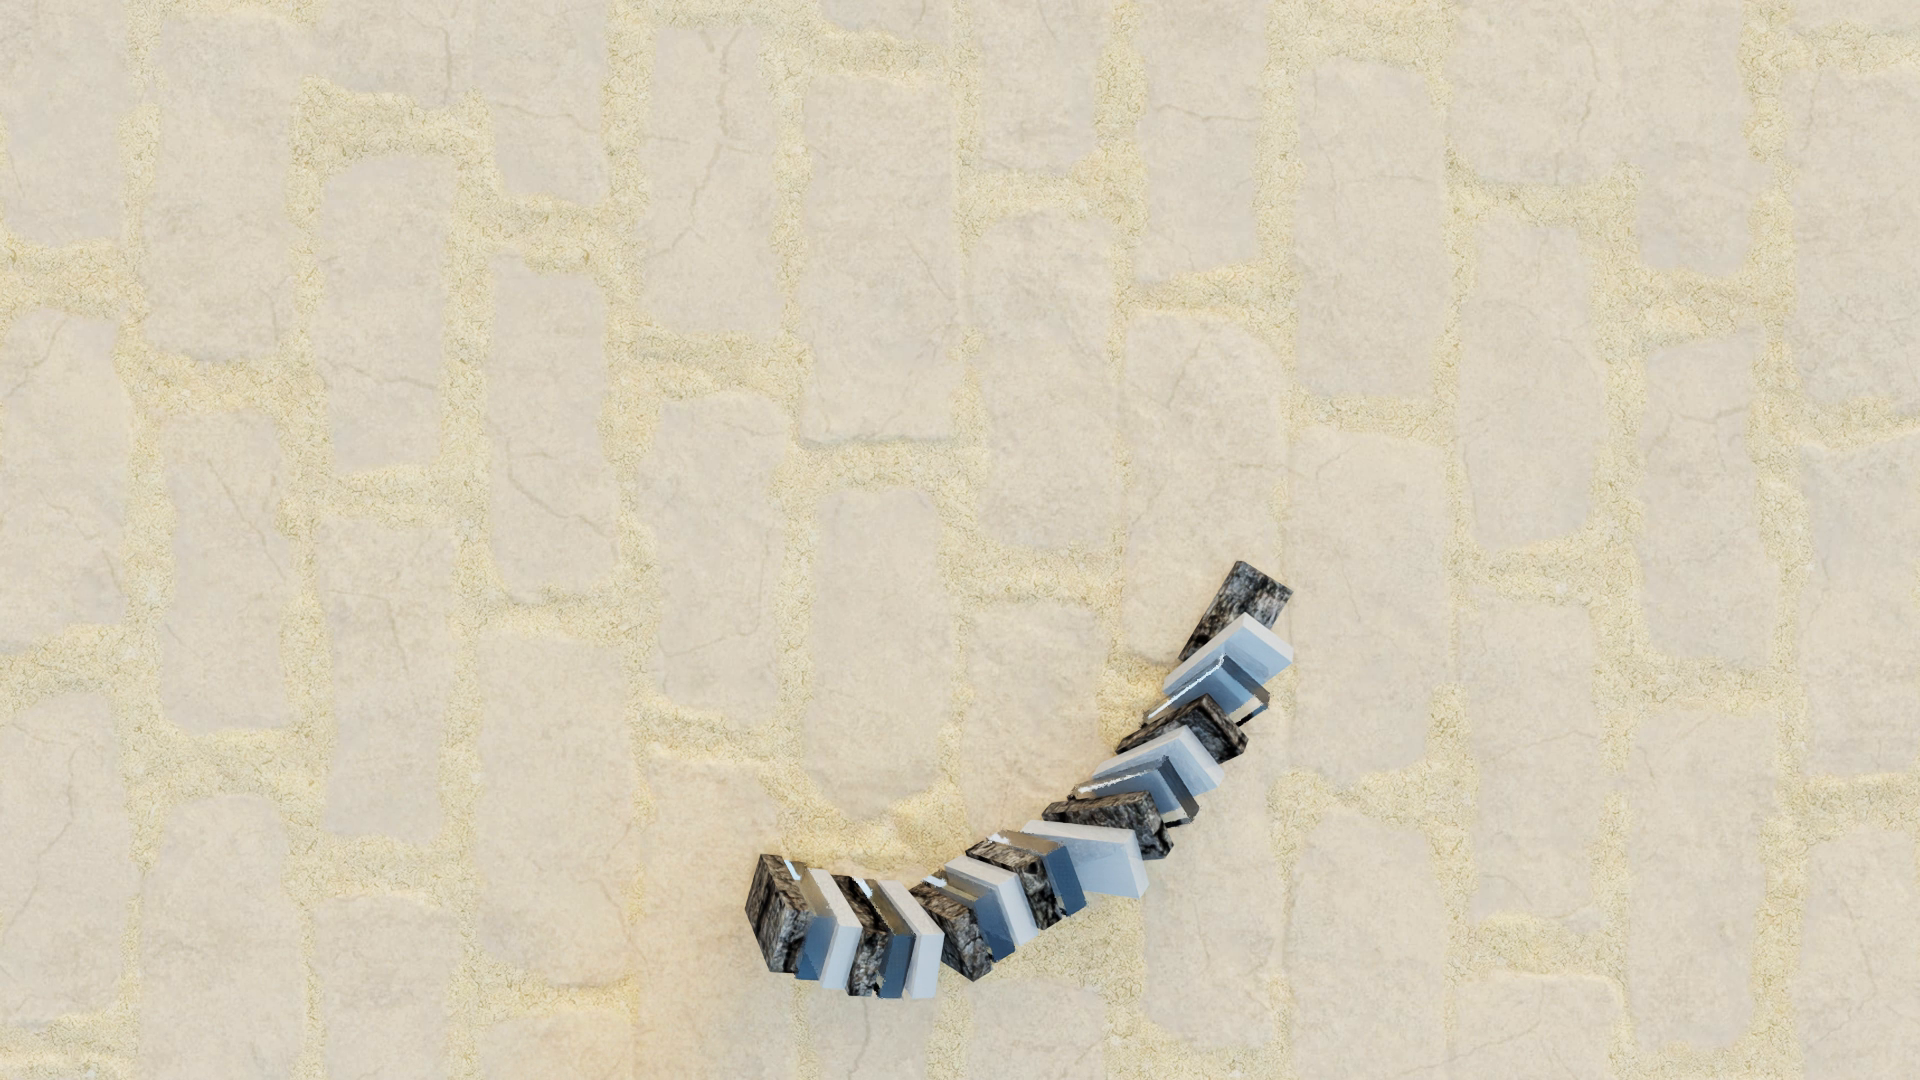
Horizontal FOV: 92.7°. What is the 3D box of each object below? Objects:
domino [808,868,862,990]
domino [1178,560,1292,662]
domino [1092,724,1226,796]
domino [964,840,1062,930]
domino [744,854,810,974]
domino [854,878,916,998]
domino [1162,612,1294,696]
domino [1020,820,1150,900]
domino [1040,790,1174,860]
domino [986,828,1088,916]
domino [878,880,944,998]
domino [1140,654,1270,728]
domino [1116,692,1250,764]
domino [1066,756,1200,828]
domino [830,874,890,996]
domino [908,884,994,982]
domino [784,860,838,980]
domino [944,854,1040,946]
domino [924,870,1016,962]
[{"bbox_3d":[-0.055,0.158,0.375,0.010,0.050,0.025,16,90,-25],"label":"domino"},{"bbox_3d":[0.119,0.037,0.395,0.025,0.009,0.050,31,90,0],"label":"domino"},{"bbox_3d":[0.081,0.097,0.380,0.025,0.009,0.050,52,131,0],"label":"domino"},{"bbox_3d":[0.021,0.141,0.376,0.010,0.050,0.025,-20,90,-27],"label":"domino"},{"bbox_3d":[-0.075,0.152,0.375,0.009,0.050,0.025,16,90,-25],"label":"domino"},{"bbox_3d":[-0.034,0.162,0.375,0.009,0.050,0.025,14,90,-25],"label":"domino"},{"bbox_3d":[0.110,0.054,0.380,0.025,0.009,0.050,36,127,-4],"label":"domino"},{"bbox_3d":[0.051,0.131,0.379,0.050,0.010,0.025,-8,104,38],"label":"domino"},{"bbox_3d":[0.060,0.120,0.380,0.050,0.010,0.025,-22,95,40],"label":"domino"},{"bbox_3d":[0.031,0.135,0.376,0.009,0.050,0.025,-20,90,-27],"label":"domino"},{"bbox_3d":[-0.023,0.162,0.375,0.010,0.050,0.025,9,91,-25],"label":"domino"},{"bbox_3d":[0.101,0.071,0.381,0.025,0.009,0.050,41,127,0],"label":"domino"},{"bbox_3d":[0.091,0.085,0.380,0.025,0.009,0.050,48,130,0],"label":"domino"},{"bbox_3d":[0.071,0.109,0.380,0.050,0.009,0.025,-32,91,40],"label":"domino"},{"bbox_3d":[-0.045,0.161,0.375,0.009,0.050,0.025,16,90,-25],"label":"domino"},{"bbox_3d":[-0.006,0.160,0.375,0.010,0.050,0.025,-20,92,-27],"label":"domino"},{"bbox_3d":[-0.065,0.154,0.375,0.010,0.050,0.025,16,90,-25],"label":"domino"},{"bbox_3d":[0.012,0.147,0.376,0.010,0.050,0.025,-20,90,-27],"label":"domino"},{"bbox_3d":[0.003,0.153,0.376,0.009,0.050,0.025,-20,90,-27],"label":"domino"}]
